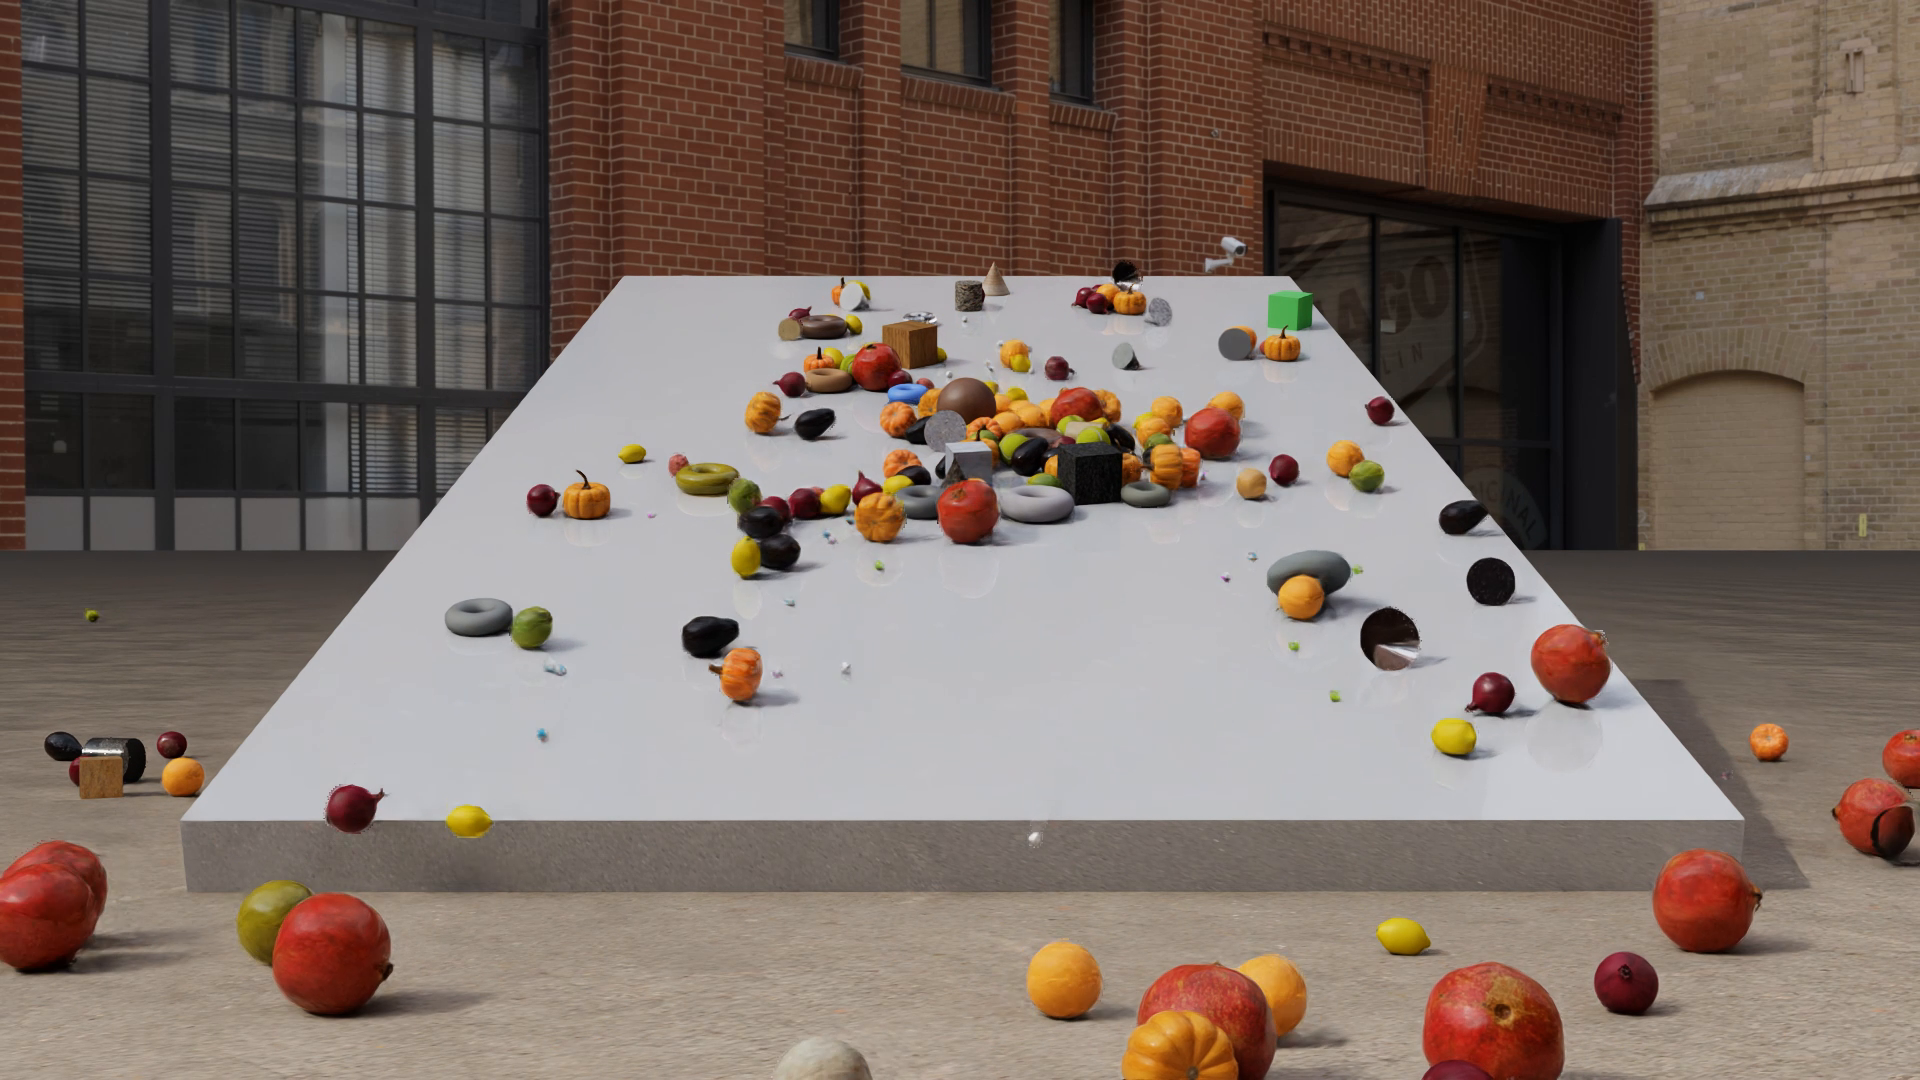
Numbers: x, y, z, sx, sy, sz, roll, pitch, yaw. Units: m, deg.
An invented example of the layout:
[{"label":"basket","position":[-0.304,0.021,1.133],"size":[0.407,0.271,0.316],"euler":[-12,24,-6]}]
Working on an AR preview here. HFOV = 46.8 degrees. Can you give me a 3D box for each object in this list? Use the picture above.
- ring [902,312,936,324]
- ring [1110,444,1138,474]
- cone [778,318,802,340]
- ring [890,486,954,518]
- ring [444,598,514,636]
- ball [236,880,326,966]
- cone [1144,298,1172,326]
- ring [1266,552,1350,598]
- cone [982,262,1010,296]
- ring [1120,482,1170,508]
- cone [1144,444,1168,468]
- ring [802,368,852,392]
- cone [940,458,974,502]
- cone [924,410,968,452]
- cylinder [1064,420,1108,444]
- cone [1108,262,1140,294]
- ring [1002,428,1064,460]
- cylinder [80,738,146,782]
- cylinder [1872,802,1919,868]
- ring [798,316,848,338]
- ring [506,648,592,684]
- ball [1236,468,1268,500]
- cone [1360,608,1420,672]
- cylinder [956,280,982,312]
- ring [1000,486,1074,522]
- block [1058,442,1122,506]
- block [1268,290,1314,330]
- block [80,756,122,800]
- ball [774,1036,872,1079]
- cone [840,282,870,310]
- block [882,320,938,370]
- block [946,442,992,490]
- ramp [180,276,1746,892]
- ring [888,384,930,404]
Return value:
[{"label":"ring","position":[-0.109,-0.590,5.934],"size":[0.093,0.031,0.093],"euler":[-1,17,0]},{"label":"ring","position":[0.293,-0.162,4.489],"size":[0.131,0.044,0.131],"euler":[1,18,0]},{"label":"cone","position":[-0.447,-0.538,5.768],"size":[0.060,0.060,0.060],"euler":[0,-18,-15]},{"label":"ring","position":[-0.071,-0.072,4.193],"size":[0.122,0.041,0.122],"euler":[0,18,0]},{"label":"ring","position":[-0.770,0.123,3.550],"size":[0.109,0.036,0.109],"euler":[-1,18,0]},{"label":"ball","position":[-0.722,0.407,2.359],"size":[0.091,0.091,0.091],"euler":[0,0,0]},{"label":"cone","position":[0.517,-0.602,5.968],"size":[0.078,0.078,0.078],"euler":[0,-13,-34]},{"label":"ring","position":[0.574,0.058,3.658],"size":[0.139,0.046,0.139],"euler":[-4,-22,-2]},{"label":"cone","position":[0.098,-0.756,6.378],"size":[0.094,0.094,0.094],"euler":[0,17,0]},{"label":"ring","position":[0.357,-0.087,4.258],"size":[0.097,0.032,0.097],"euler":[4,17,-1]},{"label":"cone","position":[0.392,-0.158,4.511],"size":[0.053,0.053,0.053],"euler":[0,-23,-15]},{"label":"ring","position":[-0.312,-0.374,5.198],"size":[0.121,0.040,0.121],"euler":[1,17,0]},{"label":"cone","position":[-0.010,-0.122,4.298],"size":[0.076,0.076,0.076],"euler":[0,17,0]},{"label":"cone","position":[-0.020,-0.219,4.681],"size":[0.092,0.092,0.092],"euler":[0,-12,12]},{"label":"cylinder","position":[0.261,-0.207,4.585],"size":[0.074,0.074,0.074],"euler":[4,1,17]},{"label":"cone","position":[0.456,-0.746,6.434],"size":[0.095,0.095,0.095],"euler":[0,-13,-33]},{"label":"ring","position":[0.156,-0.200,4.609],"size":[0.141,0.047,0.141],"euler":[1,16,0]},{"label":"cylinder","position":[-1.595,0.414,4.179],"size":[0.083,0.083,0.083],"euler":[0,0,13]},{"label":"cylinder","position":[1.318,0.408,3.080],"size":[0.085,0.085,0.085],"euler":[0,-1,31]},{"label":"ring","position":[-0.362,-0.558,5.803],"size":[0.137,0.046,0.137],"euler":[0,16,0]},{"label":"ring","position":[-0.623,0.193,3.360],"size":[0.128,0.043,0.128],"euler":[-2,7,0]},{"label":"ball","position":[0.563,-0.109,4.283],"size":[0.060,0.060,0.060],"euler":[0,0,0]},{"label":"cone","position":[0.644,0.160,3.417],"size":[0.097,0.097,0.097],"euler":[0,-10,-12]},{"label":"cylinder","position":[0.024,-0.676,6.144],"size":[0.075,0.075,0.075],"euler":[0,17,0]},{"label":"ring","position":[0.145,-0.068,4.172],"size":[0.141,0.047,0.141],"euler":[1,16,0]},{"label":"block","position":[0.250,-0.129,4.286],"size":[0.097,0.097,0.097],"euler":[-5,18,-17]},{"label":"block","position":[0.881,-0.612,5.914],"size":[0.087,0.087,0.087],"euler":[12,20,34]},{"label":"block","position":[-1.527,0.422,3.941],"size":[0.068,0.068,0.068],"euler":[0,0,-25]},{"label":"ball","position":[-0.104,0.414,1.676],"size":[0.076,0.076,0.076],"euler":[0,0,0]},{"label":"cone","position":[-0.277,-0.664,6.168],"size":[0.082,0.082,0.082],"euler":[0,-14,39]},{"label":"block","position":[-0.123,-0.480,5.455],"size":[0.096,0.096,0.096],"euler":[16,23,42]},{"label":"block","position":[0.017,-0.146,4.378],"size":[0.077,0.077,0.077],"euler":[-4,17,-12]},{"label":"ramp","position":[-0.003,-0.170,4.762],"size":[2.000,0.100,4.000],"euler":[0,17,0]},{"label":"ring","position":[-0.117,-0.334,5.081],"size":[0.097,0.032,0.097],"euler":[-1,18,0]}]
